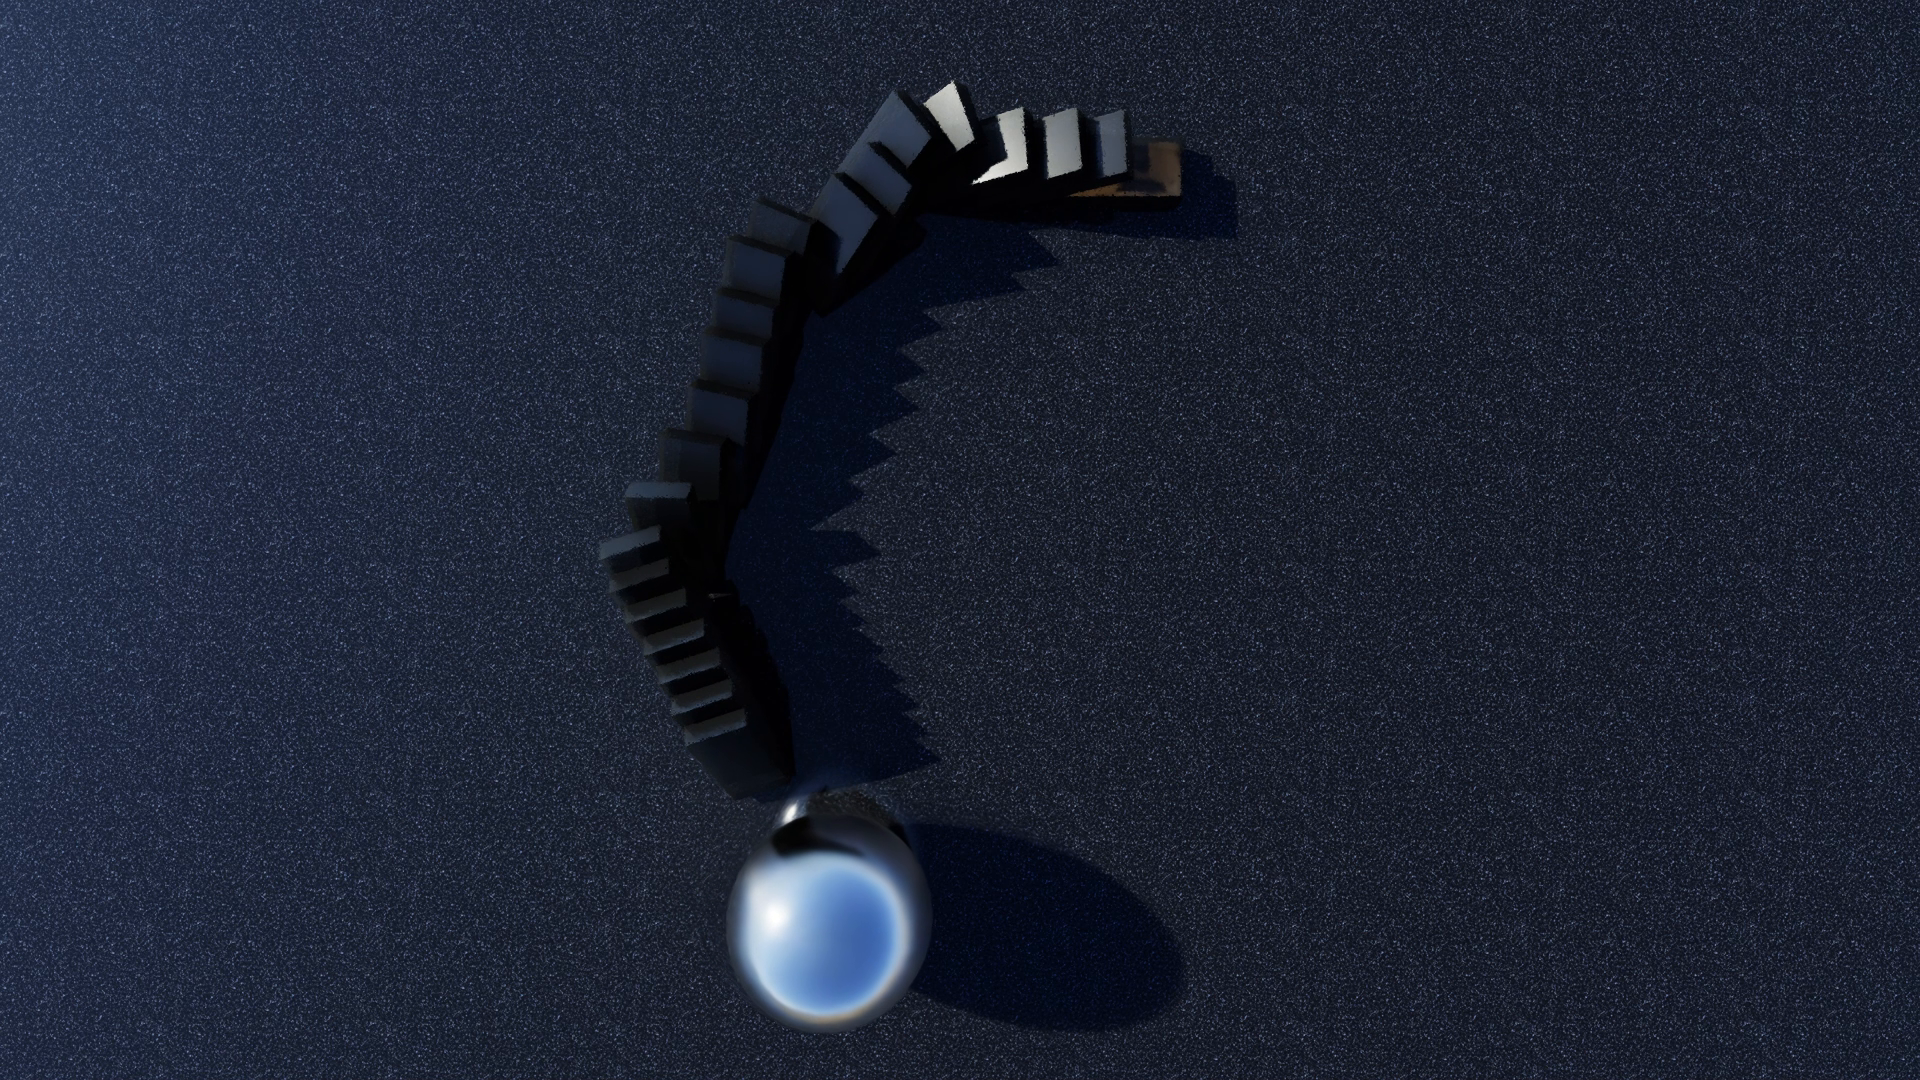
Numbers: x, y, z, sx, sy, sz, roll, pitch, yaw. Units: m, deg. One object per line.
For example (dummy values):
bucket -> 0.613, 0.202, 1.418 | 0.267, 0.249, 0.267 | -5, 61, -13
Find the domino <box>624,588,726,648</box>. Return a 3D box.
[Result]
domino -> -0.115, 0.042, 0.378 | 0.025, 0.050, 0.010 | -17, 47, -1

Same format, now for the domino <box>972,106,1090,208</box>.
domino -> 0.028, -0.159, 0.383 | 0.050, 0.010, 0.025 | -5, 89, 29

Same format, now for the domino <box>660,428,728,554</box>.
domino -> -0.112, -0.020, 0.384 | 0.025, 0.010, 0.050 | 10, 119, 0

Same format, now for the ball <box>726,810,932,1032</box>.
ball -> -0.051, 0.148, 0.360 | 0.080, 0.080, 0.080 | 0, 90, 0

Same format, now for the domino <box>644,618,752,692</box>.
domino -> -0.107, 0.054, 0.378 | 0.025, 0.050, 0.009 | -18, 48, 0

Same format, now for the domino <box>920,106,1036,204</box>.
domino -> 0.007, -0.160, 0.384 | 0.050, 0.009, 0.025 | -4, 90, 29

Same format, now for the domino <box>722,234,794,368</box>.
domino -> -0.086, -0.098, 0.382 | 0.025, 0.010, 0.050 | 18, 122, 3

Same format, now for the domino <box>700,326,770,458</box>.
domino -> -0.095, -0.061, 0.382 | 0.025, 0.009, 0.050 | 13, 122, 1

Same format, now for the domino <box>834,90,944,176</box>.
domino -> -0.032, -0.157, 0.381 | 0.050, 0.009, 0.025 | -41, 85, 35

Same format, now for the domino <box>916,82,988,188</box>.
domino -> -0.015, -0.164, 0.382 | 0.050, 0.010, 0.025 | -20, 88, 35

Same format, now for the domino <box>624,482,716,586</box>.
domino -> -0.119, -0.002, 0.379 | 0.025, 0.010, 0.050 | 1, 133, 2

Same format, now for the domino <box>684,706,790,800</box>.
domino -> -0.091, 0.089, 0.378 | 0.025, 0.050, 0.009 | -18, 48, 0

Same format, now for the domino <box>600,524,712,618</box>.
domino -> -0.125, 0.017, 0.379 | 0.025, 0.050, 0.009 | -18, 45, 0

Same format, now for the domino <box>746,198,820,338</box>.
domino -> -0.078, -0.113, 0.383 | 0.025, 0.009, 0.050 | 23, 120, 0

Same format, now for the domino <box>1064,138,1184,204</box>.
domino -> 0.070, -0.159, 0.395 | 0.050, 0.010, 0.025 | 0, 90, 0

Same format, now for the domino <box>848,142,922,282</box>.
domino -> -0.040, -0.136, 0.382 | 0.025, 0.009, 0.050 | 43, 125, 0

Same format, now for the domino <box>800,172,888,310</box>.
domino -> -0.054, -0.124, 0.382 | 0.025, 0.010, 0.050 | 44, 124, 0

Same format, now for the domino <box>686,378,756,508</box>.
domino -> -0.101, -0.040, 0.383 | 0.025, 0.010, 0.050 | 14, 120, 0

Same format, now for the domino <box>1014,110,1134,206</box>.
domino -> 0.047, -0.159, 0.384 | 0.050, 0.009, 0.025 | -3, 90, 28

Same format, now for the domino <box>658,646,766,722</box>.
domino -> -0.101, 0.065, 0.378 | 0.025, 0.050, 0.009 | -18, 48, 0

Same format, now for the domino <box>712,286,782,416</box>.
domino -> -0.091, -0.077, 0.383 | 0.025, 0.009, 0.050 | 14, 122, 0

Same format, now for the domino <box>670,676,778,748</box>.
domino -> -0.096, 0.077, 0.378 | 0.025, 0.050, 0.009 | -18, 48, 0

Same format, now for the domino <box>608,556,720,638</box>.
domino -> -0.121, 0.030, 0.379 | 0.025, 0.050, 0.010 | -18, 46, 0
